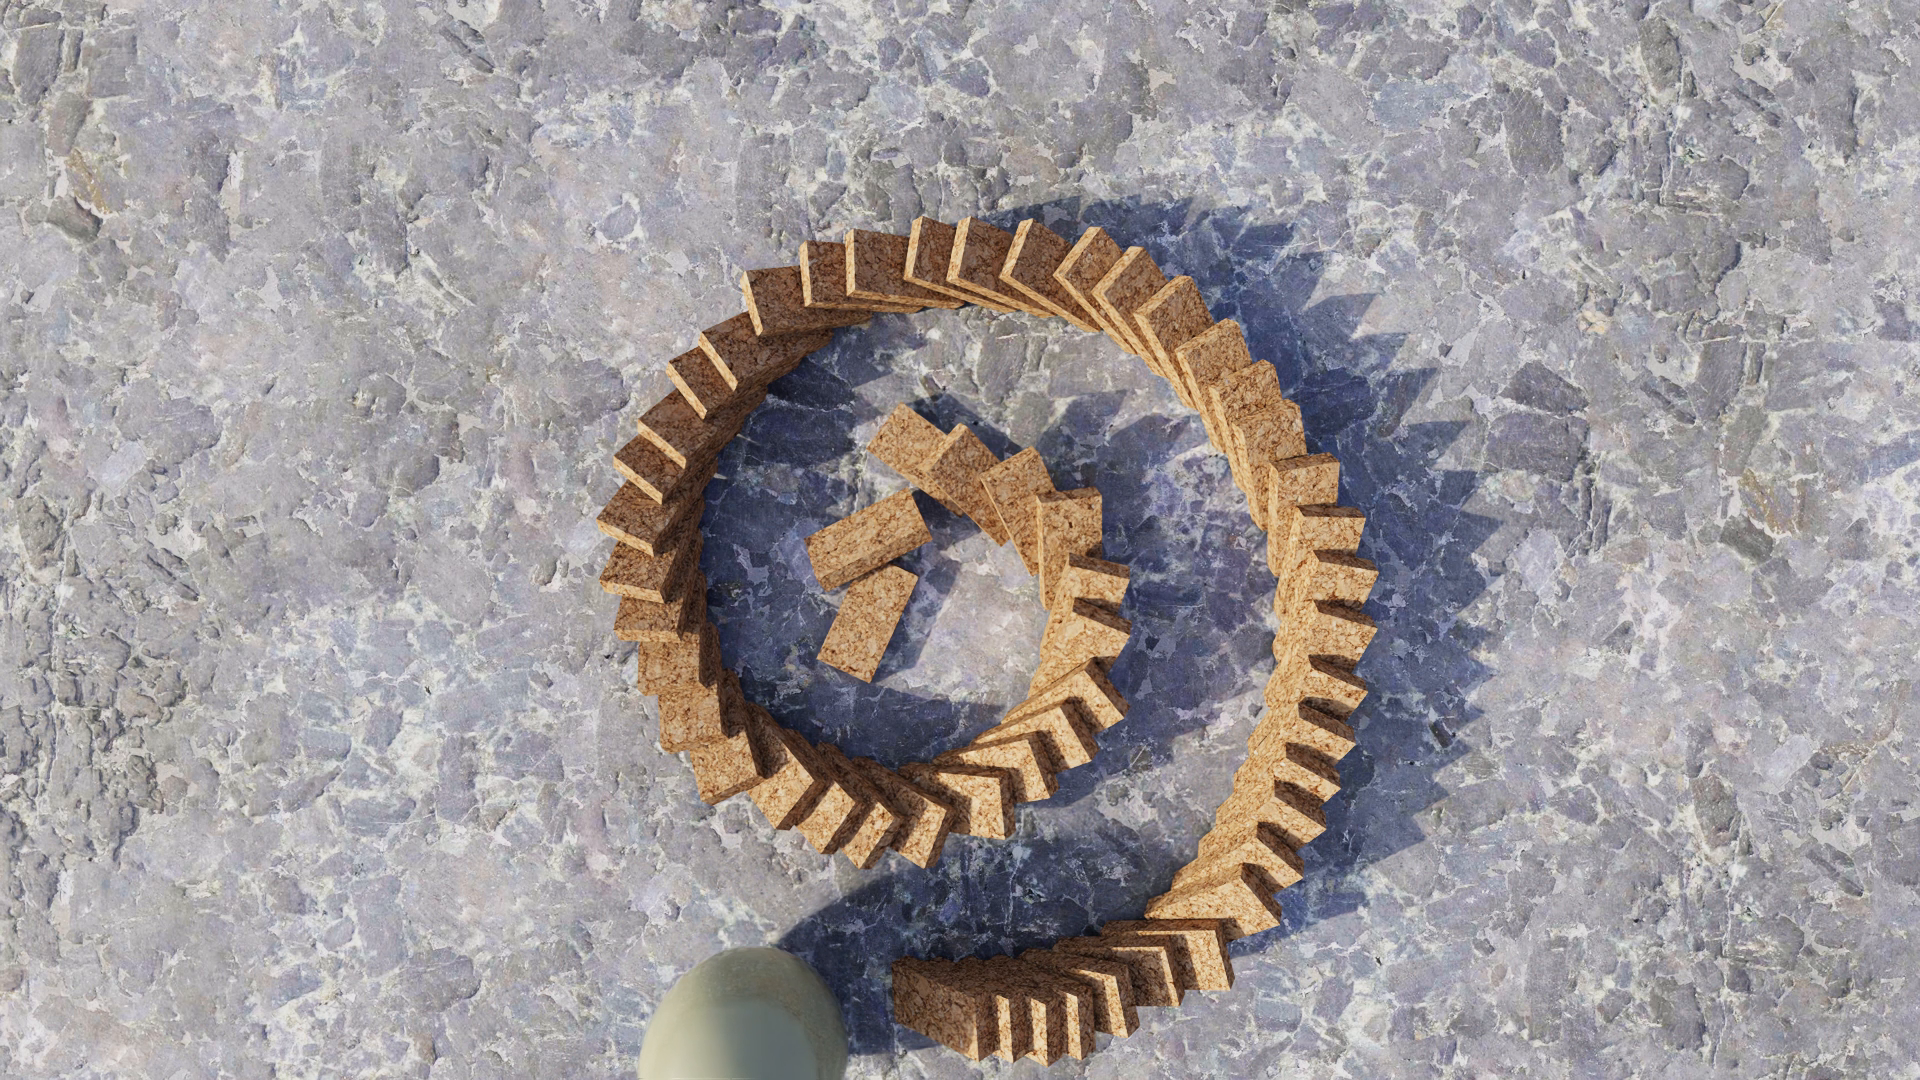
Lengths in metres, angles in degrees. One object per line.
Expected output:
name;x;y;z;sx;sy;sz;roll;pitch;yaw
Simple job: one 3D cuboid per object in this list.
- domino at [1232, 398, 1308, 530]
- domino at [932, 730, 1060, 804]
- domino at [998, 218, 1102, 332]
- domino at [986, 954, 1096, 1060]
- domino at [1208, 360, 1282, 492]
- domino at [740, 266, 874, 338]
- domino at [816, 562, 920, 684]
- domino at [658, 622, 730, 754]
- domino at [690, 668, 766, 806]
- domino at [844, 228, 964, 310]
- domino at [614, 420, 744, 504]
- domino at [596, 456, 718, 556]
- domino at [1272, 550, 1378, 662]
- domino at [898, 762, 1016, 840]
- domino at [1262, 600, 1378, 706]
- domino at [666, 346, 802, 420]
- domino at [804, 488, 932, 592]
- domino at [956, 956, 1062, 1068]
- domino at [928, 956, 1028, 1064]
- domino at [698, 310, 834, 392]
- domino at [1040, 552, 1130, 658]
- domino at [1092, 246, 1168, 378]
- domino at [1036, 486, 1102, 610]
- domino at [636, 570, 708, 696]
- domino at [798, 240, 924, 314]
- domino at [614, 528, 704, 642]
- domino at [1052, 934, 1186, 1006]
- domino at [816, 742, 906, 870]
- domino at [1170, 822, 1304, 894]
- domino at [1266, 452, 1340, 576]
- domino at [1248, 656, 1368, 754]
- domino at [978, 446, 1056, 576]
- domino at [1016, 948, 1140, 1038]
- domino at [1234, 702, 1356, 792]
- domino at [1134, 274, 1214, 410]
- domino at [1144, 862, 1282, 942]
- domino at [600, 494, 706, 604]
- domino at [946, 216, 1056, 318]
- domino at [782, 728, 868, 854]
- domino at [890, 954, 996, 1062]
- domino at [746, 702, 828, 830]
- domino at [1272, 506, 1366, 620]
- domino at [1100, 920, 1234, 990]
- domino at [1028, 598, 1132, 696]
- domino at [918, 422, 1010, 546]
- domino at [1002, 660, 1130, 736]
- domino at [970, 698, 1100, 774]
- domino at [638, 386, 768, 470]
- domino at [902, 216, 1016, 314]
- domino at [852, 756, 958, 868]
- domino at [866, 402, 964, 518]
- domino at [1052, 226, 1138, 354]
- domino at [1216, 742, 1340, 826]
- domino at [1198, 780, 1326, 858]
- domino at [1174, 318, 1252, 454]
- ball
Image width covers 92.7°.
domino;0.131;-0.031;0.383;0.025;0.010;0.050;-23;120;-1
domino;0.014;0.097;0.382;0.050;0.010;0.025;-21;90;34
domino;0.042;-0.110;0.383;0.050;0.009;0.025;22;89;-31
domino;0.032;0.192;0.379;0.010;0.050;0.025;-4;90;-45
domino;0.123;-0.047;0.384;0.025;0.009;0.050;-25;119;0
domino;-0.064;-0.101;0.383;0.050;0.009;0.025;-16;88;-29
domino;-0.039;0.033;0.395;0.025;0.009;0.050;25;90;0
domino;-0.113;0.061;0.384;0.025;0.009;0.050;-14;61;0
domino;-0.100;0.082;0.383;0.025;0.010;0.050;-26;60;2
domino;-0.023;-0.113;0.383;0.050;0.010;0.025;-1;88;-28
domino;-0.117;-0.041;0.383;0.025;0.009;0.050;38;58;0
domino;-0.125;-0.020;0.382;0.025;0.010;0.050;25;57;3
domino;0.152;0.030;0.383;0.025;0.009;0.050;10;119;-3
domino;-0.002;0.108;0.382;0.050;0.009;0.025;-4;94;32
domino;0.150;0.051;0.383;0.025;0.009;0.050;15;119;-3
domino;-0.094;-0.073;0.383;0.050;0.010;0.025;-38;90;-31
domino;-0.039;0.000;0.388;0.050;0.010;0.025;-26;49;0
domino;0.019;0.193;0.379;0.009;0.050;0.025;-4;93;-45
domino;0.006;0.193;0.379;0.009;0.050;0.025;-4;90;-45
domino;-0.080;-0.084;0.382;0.050;0.009;0.025;-36;89;-31
domino;0.051;0.031;0.382;0.025;0.009;0.050;13;124;0
domino;0.079;-0.094;0.382;0.025;0.009;0.050;-49;121;-2
domino;0.046;0.004;0.383;0.025;0.010;0.050;-8;117;-6
domino;-0.120;0.039;0.384;0.025;0.009;0.050;-7;63;0
domino;-0.041;-0.110;0.384;0.050;0.010;0.025;-5;90;-28
domino;-0.125;0.018;0.382;0.025;0.010;0.050;2;57;0
domino;0.066;0.181;0.384;0.050;0.009;0.025;-15;90;28
domino;-0.048;0.110;0.382;0.050;0.010;0.025;36;92;34
domino;0.115;0.140;0.382;0.025;0.010;0.050;41;124;-1
domino;0.143;-0.010;0.384;0.025;0.010;0.050;-9;119;0
domino;0.145;0.074;0.384;0.025;0.009;0.050;23;118;0
domino;0.030;-0.011;0.384;0.025;0.010;0.050;-29;119;-1
domino;0.048;0.187;0.380;0.050;0.009;0.025;-12;90;41
domino;0.138;0.092;0.382;0.025;0.009;0.050;25;125;0
domino;0.095;-0.082;0.383;0.025;0.009;0.050;-41;120;-4
domino;0.105;0.155;0.382;0.050;0.010;0.025;-38;94;33
domino;-0.127;0.001;0.381;0.025;0.009;0.050;10;55;3
domino;0.020;-0.113;0.382;0.050;0.010;0.025;12;89;-31
domino;-0.063;0.104;0.381;0.050;0.009;0.025;35;92;34
domino;-0.008;0.192;0.379;0.009;0.050;0.025;-4;90;-45
domino;-0.080;0.094;0.382;0.050;0.010;0.025;39;91;34
domino;0.150;0.010;0.383;0.025;0.009;0.050;1;119;-1
domino;0.086;0.173;0.384;0.050;0.009;0.025;-15;90;29
domino;0.049;0.050;0.382;0.025;0.010;0.050;22;125;0
domino;0.009;-0.023;0.384;0.025;0.009;0.050;-46;119;0
domino;0.043;0.073;0.382;0.050;0.010;0.025;-40;90;34
domino;0.030;0.086;0.382;0.050;0.009;0.025;-30;90;34
domino;-0.107;-0.055;0.382;0.025;0.009;0.050;39;58;1
domino;0.002;-0.115;0.384;0.050;0.009;0.025;10;90;-28
domino;-0.028;0.113;0.383;0.050;0.010;0.025;21;90;31
domino;-0.012;-0.034;0.395;0.050;0.010;0.025;36;90;0
domino;0.064;-0.104;0.384;0.050;0.009;0.025;38;90;-30
domino;0.132;0.108;0.382;0.025;0.010;0.050;29;125;0
domino;0.125;0.123;0.381;0.025;0.009;0.050;32;125;-2
domino;0.111;-0.064;0.384;0.025;0.010;0.050;-31;119;0
ball;-0.084;0.203;0.360;0.080;0.080;0.080;0;90;0
